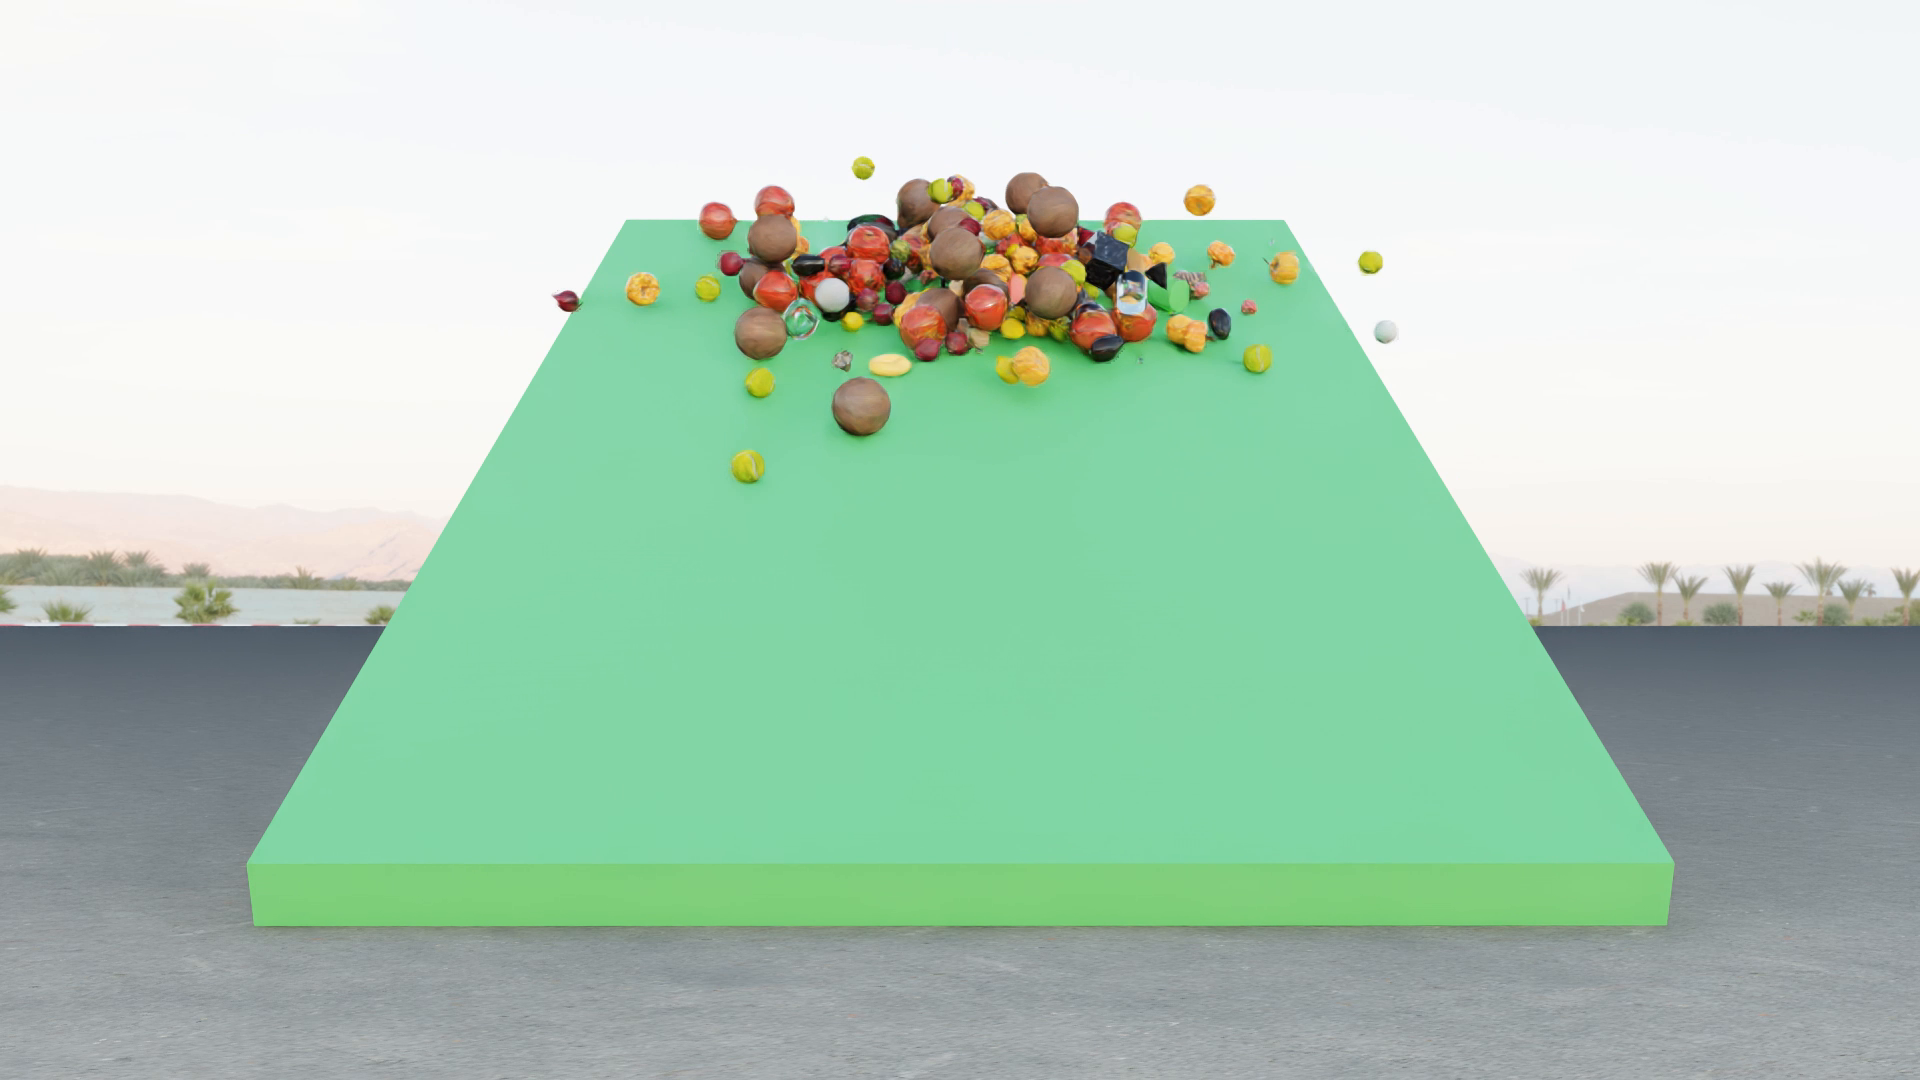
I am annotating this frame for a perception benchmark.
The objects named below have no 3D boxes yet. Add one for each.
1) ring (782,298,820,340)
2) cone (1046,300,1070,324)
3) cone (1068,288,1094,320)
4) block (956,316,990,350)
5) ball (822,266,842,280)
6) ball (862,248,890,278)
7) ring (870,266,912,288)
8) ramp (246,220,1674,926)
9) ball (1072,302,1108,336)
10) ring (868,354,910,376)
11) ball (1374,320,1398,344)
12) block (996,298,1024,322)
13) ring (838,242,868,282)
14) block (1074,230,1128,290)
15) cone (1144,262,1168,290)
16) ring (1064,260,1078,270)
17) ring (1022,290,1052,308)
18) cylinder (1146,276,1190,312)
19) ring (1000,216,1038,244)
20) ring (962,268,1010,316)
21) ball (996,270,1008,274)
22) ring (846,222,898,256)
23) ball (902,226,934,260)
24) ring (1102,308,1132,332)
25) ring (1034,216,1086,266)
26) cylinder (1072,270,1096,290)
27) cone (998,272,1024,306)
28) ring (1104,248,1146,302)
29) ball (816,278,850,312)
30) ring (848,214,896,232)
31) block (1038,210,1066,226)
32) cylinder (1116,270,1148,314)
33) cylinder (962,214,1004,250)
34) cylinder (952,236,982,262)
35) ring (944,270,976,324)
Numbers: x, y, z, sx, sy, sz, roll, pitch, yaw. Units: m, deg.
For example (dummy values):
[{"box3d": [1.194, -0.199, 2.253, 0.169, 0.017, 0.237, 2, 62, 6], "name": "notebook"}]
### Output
[{"box3d": [-0.394, -0.547, 5.652, 0.104, 0.104, 0.035, 2, 15, -43], "name": "ring"}, {"box3d": [0.248, -0.582, 5.864, 0.063, 0.063, 0.063, 0, -6, -5], "name": "cone"}, {"box3d": [0.338, -0.589, 5.864, 0.092, 0.092, 0.092, 22, -9, -18], "name": "cone"}, {"box3d": [0.033, -0.512, 5.625, 0.057, 0.057, 0.057, -12, 34, -29], "name": "block"}, {"box3d": [-0.339, -0.696, 6.010, 0.051, 0.051, 0.051, 0, -2, 0], "name": "ball"}, {"box3d": [-0.234, -0.757, 6.241, 0.082, 0.082, 0.082, 0, -2, 0], "name": "ball"}, {"box3d": [-0.187, -0.711, 6.168, 0.112, 0.037, 0.112, -9, 23, 4], "name": "ring"}, {"box3d": [-0.006, -0.214, 5.079, 2.000, 0.100, 4.000, 0, 21, 0], "name": "ramp"}, {"box3d": [0.321, -0.547, 5.631, 0.086, 0.086, 0.086, 0, -2, 0], "name": "ball"}, {"box3d": [-0.168, -0.414, 5.415, 0.101, 0.034, 0.101, -1, 21, 0], "name": "ring"}, {"box3d": [1.059, -0.518, 5.675, 0.060, 0.060, 0.060, 0, -2, 0], "name": "ball"}, {"box3d": [0.129, -0.593, 5.853, 0.053, 0.053, 0.053, 9, 26, 23], "name": "block"}, {"box3d": [-0.291, -0.754, 6.182, 0.039, 0.116, 0.116, -34, 4, -10], "name": "ring"}, {"box3d": [0.362, -0.713, 5.818, 0.093, 0.093, 0.093, 23, -36, -19], "name": "block"}, {"box3d": [0.514, -0.666, 5.836, 0.067, 0.067, 0.067, -27, -8, -4], "name": "cone"}, {"box3d": [0.336, -0.792, 6.387, 0.122, 0.041, 0.122, -3, 28, 1], "name": "ring"}, {"box3d": [0.192, -0.605, 5.729, 0.077, 0.026, 0.077, -14, 21, 6], "name": "ring"}, {"box3d": [0.539, -0.643, 5.944, 0.086, 0.086, 0.086, 18, 10, 40], "name": "cylinder"}, {"box3d": [0.173, -0.894, 6.583, 0.136, 0.045, 0.136, -19, -9, -3], "name": "ring"}, {"box3d": [0.065, -0.617, 5.684, 0.137, 0.137, 0.046, -2, 35, 47], "name": "ring"}, {"box3d": [0.112, -0.691, 6.094, 0.067, 0.067, 0.067, 0, -2, 0], "name": "ball"}, {"box3d": [-0.246, -0.830, 6.342, 0.148, 0.049, 0.148, -5, -30, -3], "name": "ring"}, {"box3d": [-0.118, -0.840, 6.444, 0.094, 0.094, 0.094, 0, -2, 0], "name": "ball"}, {"box3d": [0.373, -0.558, 5.783, 0.126, 0.042, 0.126, -1, 21, 0], "name": "ring"}, {"box3d": [0.277, -0.828, 6.320, 0.147, 0.147, 0.049, 0, -9, 2], "name": "ring"}, {"box3d": [0.339, -0.709, 6.038, 0.068, 0.068, 0.068, 21, 24, -10], "name": "cylinder"}, {"box3d": [0.122, -0.638, 5.827, 0.091, 0.091, 0.091, 0, 1, 6], "name": "cone"}, {"box3d": [0.431, -0.701, 6.023, 0.049, 0.146, 0.146, 12, -10, -42], "name": "ring"}, {"box3d": [-0.310, -0.595, 5.540, 0.085, 0.085, 0.085, 0, -2, 0], "name": "ball"}, {"box3d": [-0.261, -0.917, 6.698, 0.143, 0.048, 0.143, -1, 28, 1], "name": "ring"}, {"box3d": [0.269, -0.884, 6.523, 0.078, 0.078, 0.078, -8, -32, 5], "name": "block"}, {"box3d": [0.419, -0.602, 5.552, 0.076, 0.076, 0.076, 1, -40, 0], "name": "cylinder"}, {"box3d": [0.065, -0.873, 6.503, 0.090, 0.090, 0.090, -18, -5, 8], "name": "cylinder"}, {"box3d": [0.021, -0.821, 6.438, 0.065, 0.065, 0.065, -1, 20, 23], "name": "cylinder"}, {"box3d": [0.012, -0.617, 5.788, 0.050, 0.150, 0.150, 27, 10, 26], "name": "ring"}]
